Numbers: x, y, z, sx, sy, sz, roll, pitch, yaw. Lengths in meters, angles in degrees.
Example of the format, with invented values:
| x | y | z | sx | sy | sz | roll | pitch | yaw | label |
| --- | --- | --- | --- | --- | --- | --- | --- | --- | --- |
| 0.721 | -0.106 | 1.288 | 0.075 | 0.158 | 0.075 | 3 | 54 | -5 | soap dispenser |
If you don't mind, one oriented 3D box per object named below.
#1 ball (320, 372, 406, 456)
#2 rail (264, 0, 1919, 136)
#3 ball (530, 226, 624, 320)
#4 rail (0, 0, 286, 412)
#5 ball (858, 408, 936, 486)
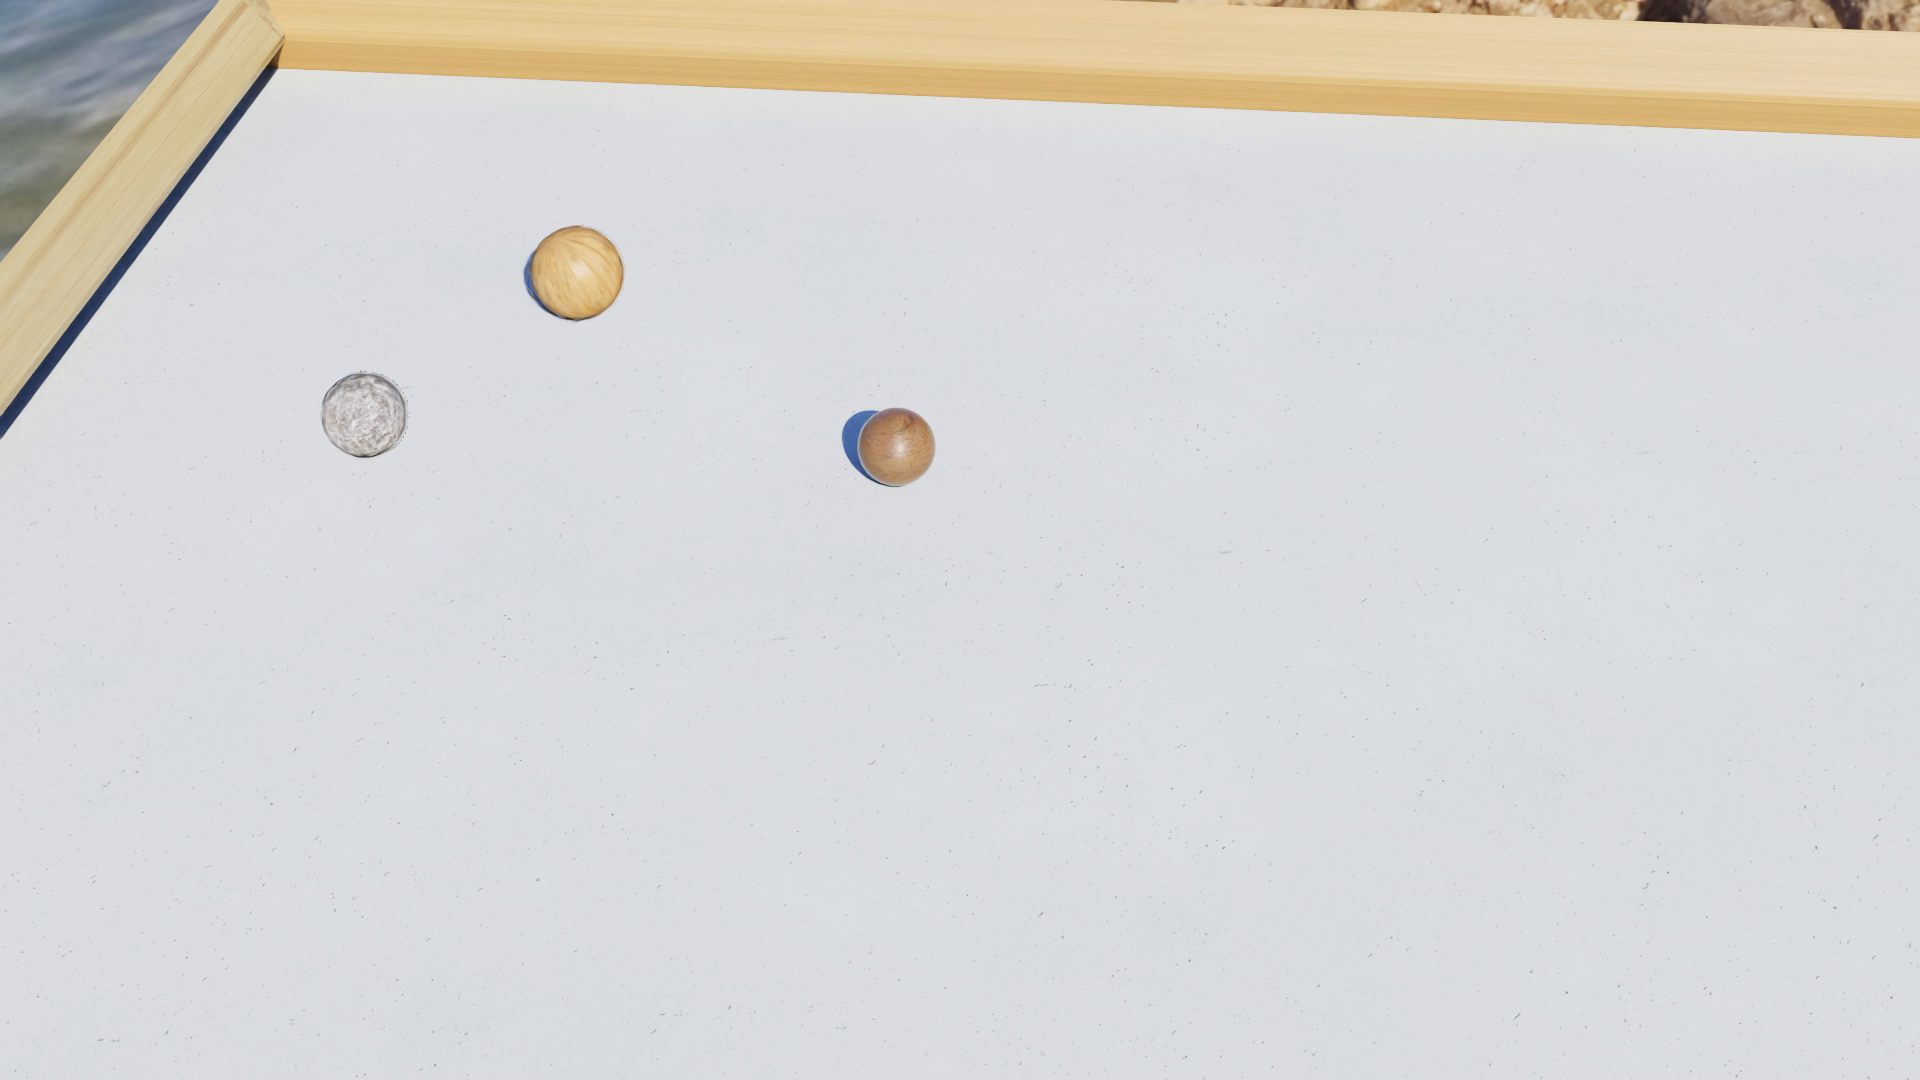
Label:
| x | y | z | sx | sy | sz | roll | pitch | yaw | label |
| --- | --- | --- | --- | --- | --- | --- | --- | --- | --- |
| -0.467 | -0.098 | 2.008 | 0.066 | 0.066 | 0.066 | 0 | 35 | 0 | ball |
| 0.868 | -0.424 | 2.437 | 3.177 | 0.107 | 0.045 | 3 | 35 | 5 | rail |
| -0.326 | -0.227 | 2.181 | 0.079 | 0.079 | 0.079 | 0 | 35 | 0 | ball |
| -0.767 | -0.060 | 1.916 | 0.045 | 0.107 | 1.634 | 3 | 35 | 5 | rail |
| -0.049 | -0.072 | 1.975 | 0.061 | 0.061 | 0.061 | 0 | 35 | 0 | ball |
